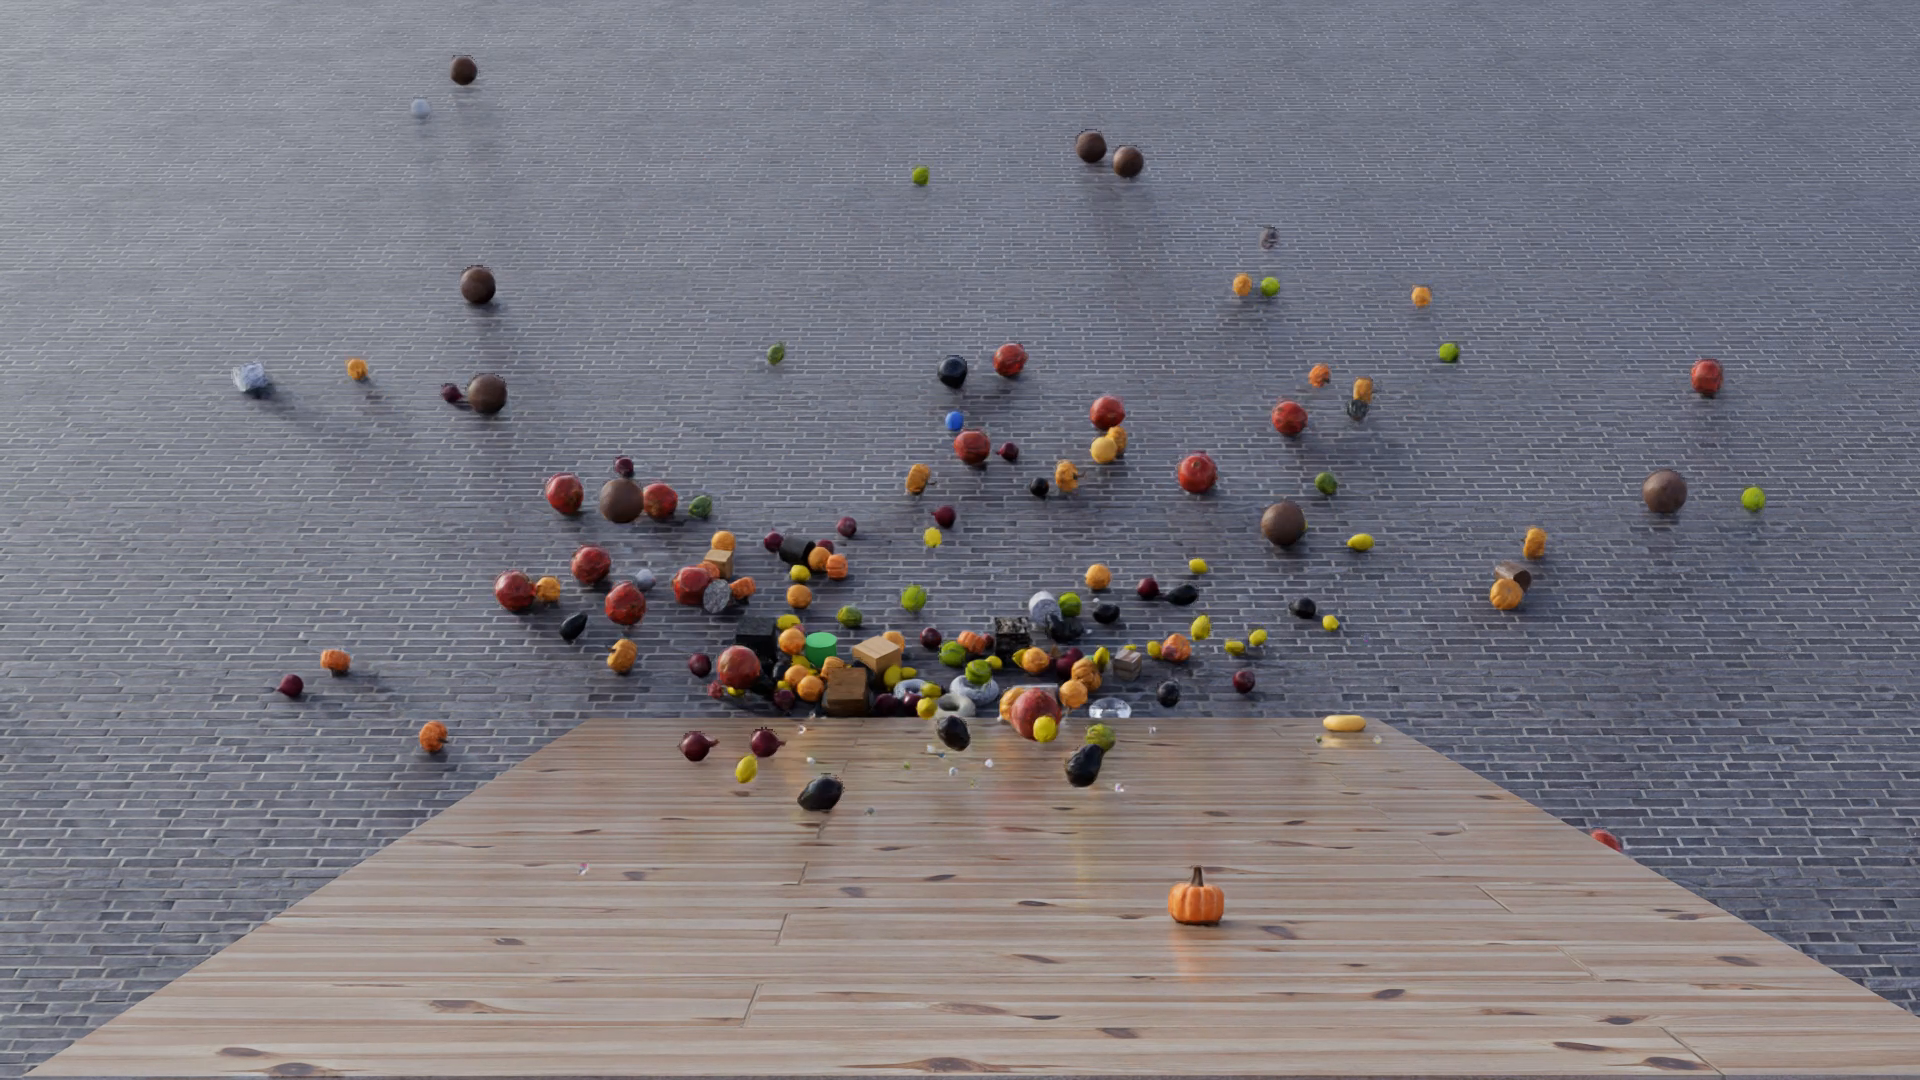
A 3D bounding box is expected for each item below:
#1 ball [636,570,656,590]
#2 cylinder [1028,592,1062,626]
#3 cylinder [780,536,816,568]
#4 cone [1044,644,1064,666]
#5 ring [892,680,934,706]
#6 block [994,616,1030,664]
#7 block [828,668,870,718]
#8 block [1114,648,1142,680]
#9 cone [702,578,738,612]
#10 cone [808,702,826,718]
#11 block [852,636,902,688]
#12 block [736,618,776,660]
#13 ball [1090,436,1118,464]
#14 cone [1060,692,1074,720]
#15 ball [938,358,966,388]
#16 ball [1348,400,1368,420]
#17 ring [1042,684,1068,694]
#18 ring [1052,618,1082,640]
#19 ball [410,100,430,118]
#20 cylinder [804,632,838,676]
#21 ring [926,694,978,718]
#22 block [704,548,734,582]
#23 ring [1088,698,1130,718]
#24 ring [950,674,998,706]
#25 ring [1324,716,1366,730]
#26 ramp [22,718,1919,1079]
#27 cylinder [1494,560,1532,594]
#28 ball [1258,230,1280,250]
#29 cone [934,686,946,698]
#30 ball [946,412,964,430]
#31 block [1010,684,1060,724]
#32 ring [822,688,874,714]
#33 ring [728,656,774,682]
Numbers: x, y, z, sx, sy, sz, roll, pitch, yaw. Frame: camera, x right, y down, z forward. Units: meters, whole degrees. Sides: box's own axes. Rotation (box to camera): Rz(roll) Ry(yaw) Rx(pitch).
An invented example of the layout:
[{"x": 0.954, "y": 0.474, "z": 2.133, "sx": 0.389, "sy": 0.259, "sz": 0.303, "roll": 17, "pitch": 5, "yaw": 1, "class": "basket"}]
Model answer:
[{"x": -0.900, "y": 0.114, "z": 7.391, "sx": 0.059, "sy": 0.059, "sz": 0.059, "roll": 0, "pitch": 27, "yaw": 0, "class": "ball"}, {"x": 0.237, "y": 0.193, "z": 7.191, "sx": 0.082, "sy": 0.082, "sz": 0.082, "roll": -4, "pitch": 7, "yaw": -8, "class": "cylinder"}, {"x": -0.473, "y": 0.033, "z": 7.533, "sx": 0.077, "sy": 0.077, "sz": 0.077, "roll": 14, "pitch": 30, "yaw": 26, "class": "cylinder"}, {"x": 0.257, "y": 0.305, "z": 7.014, "sx": 0.056, "sy": 0.056, "sz": 0.056, "roll": 0, "pitch": 27, "yaw": 0, "class": "cone"}, {"x": -0.123, "y": 0.404, "z": 6.837, "sx": 0.111, "sy": 0.037, "sz": 0.111, "roll": 3, "pitch": 26, "yaw": -2, "class": "ring"}, {"x": 0.142, "y": 0.272, "z": 7.039, "sx": 0.092, "sy": 0.092, "sz": 0.092, "roll": -1, "pitch": 27, "yaw": -2, "class": "block"}, {"x": -0.289, "y": 0.400, "z": 6.700, "sx": 0.096, "sy": 0.096, "sz": 0.096, "roll": -1, "pitch": 52, "yaw": 5, "class": "block"}, {"x": 0.451, "y": 0.336, "z": 6.951, "sx": 0.057, "sy": 0.057, "sz": 0.057, "roll": 13, "pitch": 30, "yaw": 25, "class": "block"}, {"x": -0.656, "y": 0.170, "z": 7.279, "sx": 0.099, "sy": 0.099, "sz": 0.099, "roll": 23, "pitch": -3, "yaw": 38, "class": "cone"}, {"x": -0.371, "y": 0.453, "z": 6.694, "sx": 0.072, "sy": 0.072, "sz": 0.072, "roll": 3, "pitch": 24, "yaw": -1, "class": "cone"}, {"x": -0.223, "y": 0.327, "z": 6.930, "sx": 0.092, "sy": 0.092, "sz": 0.092, "roll": -24, "pitch": 35, "yaw": -39, "class": "block"}, {"x": -0.554, "y": 0.277, "z": 7.025, "sx": 0.097, "sy": 0.097, "sz": 0.097, "roll": 2, "pitch": 27, "yaw": 3, "class": "block"}, {"x": 0.455, "y": -0.283, "z": 8.155, "sx": 0.086, "sy": 0.086, "sz": 0.086, "roll": 0, "pitch": 27, "yaw": 0, "class": "ball"}, {"x": 0.245, "y": 0.436, "z": 6.515, "sx": 0.081, "sy": 0.081, "sz": 0.081, "roll": 3, "pitch": 28, "yaw": 5, "class": "cone"}, {"x": -0.026, "y": -0.566, "z": 8.703, "sx": 0.099, "sy": 0.099, "sz": 0.099, "roll": 0, "pitch": 27, "yaw": 0, "class": "ball"}, {"x": 1.304, "y": -0.425, "z": 8.455, "sx": 0.070, "sy": 0.070, "sz": 0.070, "roll": 0, "pitch": 27, "yaw": 0, "class": "ball"}, {"x": 0.235, "y": 0.414, "z": 6.819, "sx": 0.108, "sy": 0.036, "sz": 0.108, "roll": 0, "pitch": 28, "yaw": 0, "class": "ring"}, {"x": 0.298, "y": 0.246, "z": 7.161, "sx": 0.087, "sy": 0.029, "sz": 0.087, "roll": -2, "pitch": 30, "yaw": 1, "class": "ring"}, {"x": -2.379, "y": -1.901, "z": 11.385, "sx": 0.085, "sy": 0.085, "sz": 0.085, "roll": 0, "pitch": 27, "yaw": 0, "class": "ball"}, {"x": -0.376, "y": 0.308, "z": 6.976, "sx": 0.086, "sy": 0.086, "sz": 0.086, "roll": 0, "pitch": 27, "yaw": 0, "class": "cylinder"}, {"x": -0.023, "y": 0.447, "z": 6.743, "sx": 0.136, "sy": 0.045, "sz": 0.136, "roll": 0, "pitch": 27, "yaw": 0, "class": "ring"}, {"x": -0.698, "y": 0.074, "z": 7.463, "sx": 0.067, "sy": 0.067, "sz": 0.067, "roll": 6, "pitch": 27, "yaw": 12, "class": "block"}, {"x": 0.392, "y": 0.449, "z": 6.748, "sx": 0.112, "sy": 0.037, "sz": 0.112, "roll": -1, "pitch": 28, "yaw": 0, "class": "ring"}, {"x": 0.038, "y": 0.396, "z": 6.846, "sx": 0.131, "sy": 0.044, "sz": 0.131, "roll": 1, "pitch": 26, "yaw": -1, "class": "ring"}, {"x": 0.931, "y": 0.443, "z": 6.247, "sx": 0.101, "sy": 0.034, "sz": 0.101, "roll": 1, "pitch": 0, "yaw": 0, "class": "ring"}, {"x": 0.060, "y": 0.544, "z": 4.580, "sx": 2.000, "sy": 0.100, "sz": 4.000, "roll": 0, "pitch": 1, "yaw": 0, "class": "ramp"}, {"x": 1.581, "y": 0.107, "z": 7.386, "sx": 0.076, "sy": 0.076, "sz": 0.076, "roll": -13, "pitch": 29, "yaw": -24, "class": "cylinder"}, {"x": 1.185, "y": -1.153, "z": 9.901, "sx": 0.077, "sy": 0.077, "sz": 0.077, "roll": 0, "pitch": 27, "yaw": 0, "class": "ball"}, {"x": -0.047, "y": 0.406, "z": 6.816, "sx": 0.053, "sy": 0.053, "sz": 0.053, "roll": 0, "pitch": 27, "yaw": 0, "class": "cone"}, {"x": -0.017, "y": -0.386, "z": 8.386, "sx": 0.062, "sy": 0.062, "sz": 0.062, "roll": 0, "pitch": 27, "yaw": 0, "class": "ball"}, {"x": 0.190, "y": 0.411, "z": 6.458, "sx": 0.090, "sy": 0.090, "sz": 0.090, "roll": 1, "pitch": 1, "yaw": 38, "class": "block"}, {"x": -0.296, "y": 0.420, "z": 6.792, "sx": 0.139, "sy": 0.046, "sz": 0.139, "roll": 0, "pitch": 33, "yaw": 0, "class": "ring"}, {"x": -0.562, "y": 0.346, "z": 6.938, "sx": 0.123, "sy": 0.041, "sz": 0.123, "roll": -3, "pitch": 20, "yaw": 1, "class": "ring"}]
